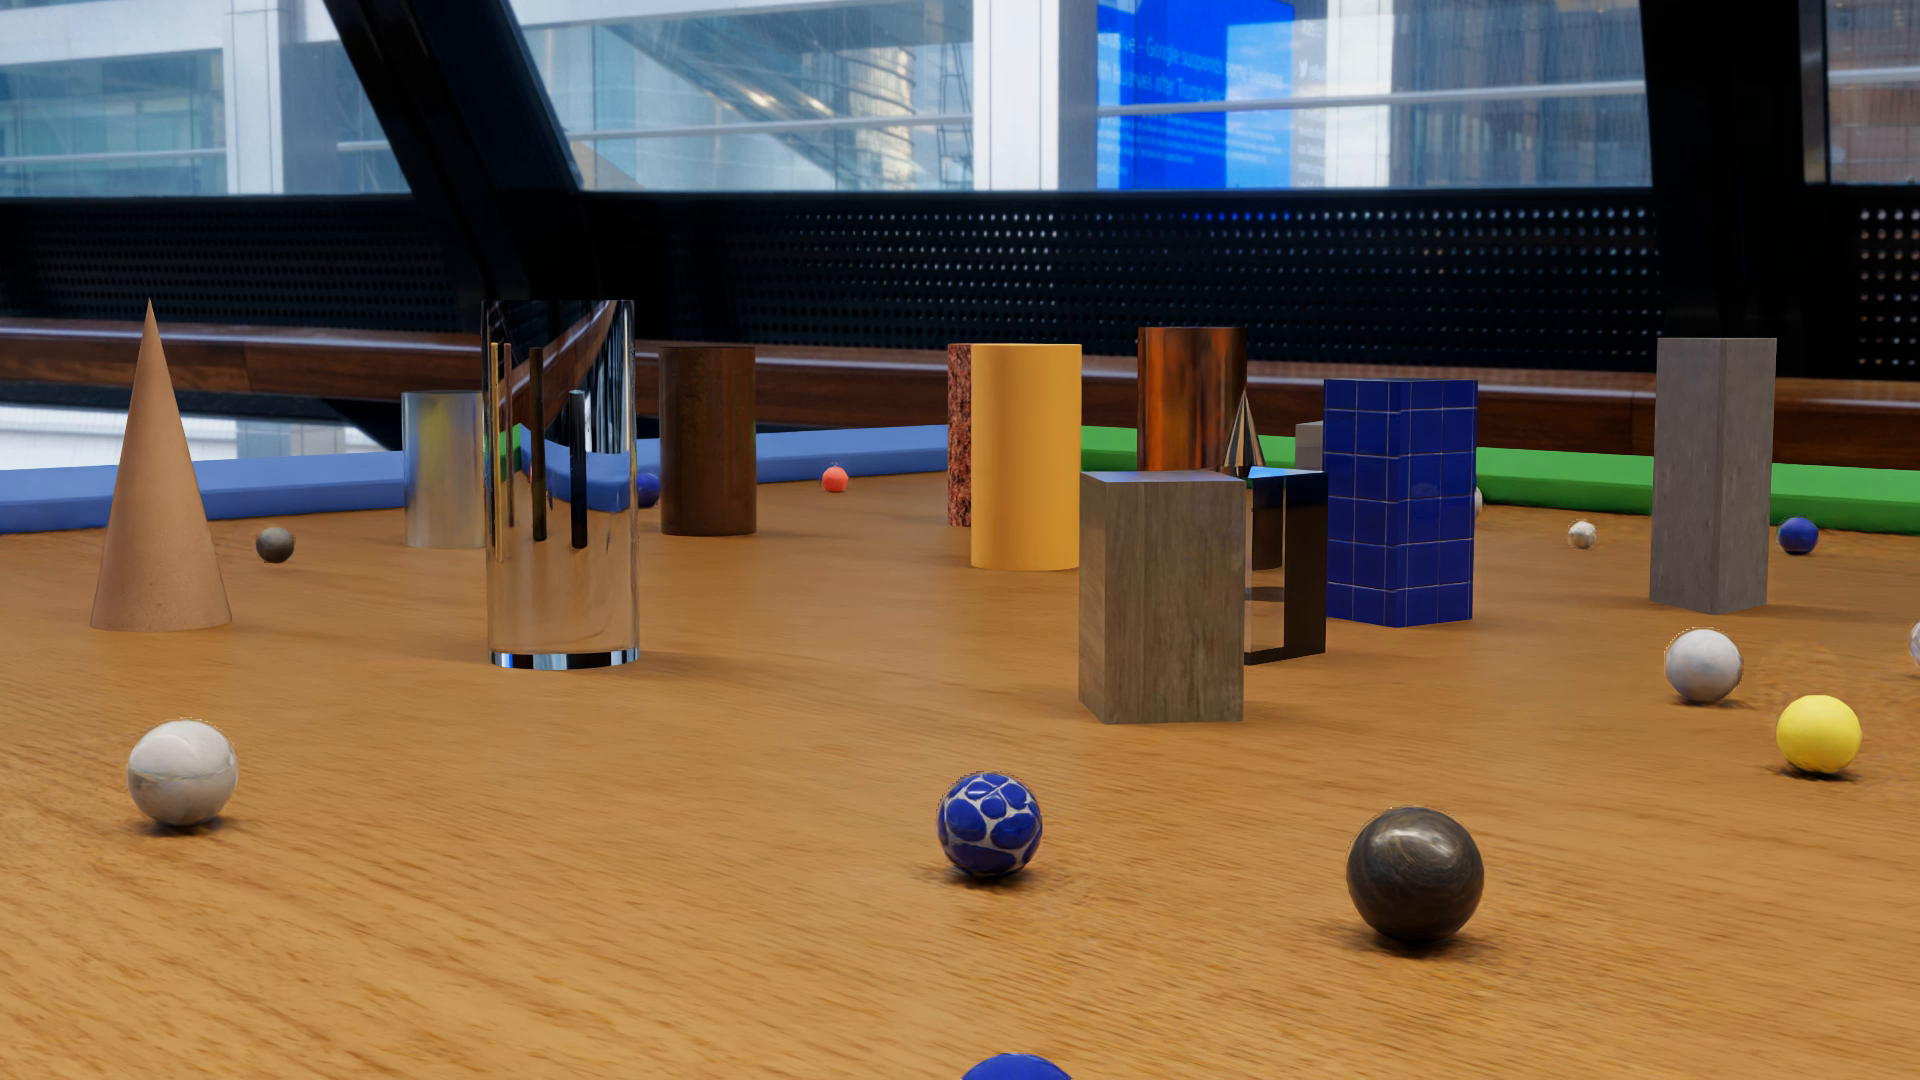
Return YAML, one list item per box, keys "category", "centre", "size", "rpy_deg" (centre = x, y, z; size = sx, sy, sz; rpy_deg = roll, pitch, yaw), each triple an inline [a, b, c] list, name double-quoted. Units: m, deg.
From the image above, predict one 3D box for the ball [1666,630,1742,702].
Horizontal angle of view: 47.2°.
- category: "ball"
  centre: [0.843, 0.143, 2.493]
  size: [0.083, 0.083, 0.083]
  rpy_deg: [0, 6, 0]

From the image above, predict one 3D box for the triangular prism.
- category: "triangular prism"
  centre: [1.106, -0.101, 3.292]
  size: [0.143, 0.400, 0.166]
  rpy_deg: [6, 8, 45]

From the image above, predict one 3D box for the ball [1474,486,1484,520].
- category: "ball"
  centre: [1.033, -0.078, 4.542]
  size: [0.093, 0.093, 0.093]
  rpy_deg: [0, 6, 0]

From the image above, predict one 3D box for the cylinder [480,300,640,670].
- category: "cylinder"
  centre: [-0.506, -0.076, 2.789]
  size: [0.191, 0.455, 0.191]
  rpy_deg: [0, 6, 0]

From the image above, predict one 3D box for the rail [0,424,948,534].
- category: "rail"
  centre: [-1.372, -0.123, 4.811]
  size: [4.141, 0.124, 0.045]
  rpy_deg: [-6, 8, -42]

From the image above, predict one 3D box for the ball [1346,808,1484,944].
- category: "ball"
  centre: [0.320, 0.236, 1.547]
  size: [0.095, 0.095, 0.095]
  rpy_deg: [0, 6, 0]

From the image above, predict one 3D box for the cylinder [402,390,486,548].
- category: "cylinder"
  centre: [-0.957, -0.137, 4.169]
  size: [0.191, 0.288, 0.191]
  rpy_deg: [0, 6, 0]

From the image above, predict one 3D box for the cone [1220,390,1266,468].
- category: "cone"
  centre: [0.448, -0.081, 3.482]
  size: [0.191, 0.320, 0.191]
  rpy_deg: [0, 6, 0]

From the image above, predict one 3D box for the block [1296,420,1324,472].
- category: "block"
  centre: [0.689, -0.084, 3.884]
  size: [0.153, 0.243, 0.153]
  rpy_deg: [3, 7, 27]

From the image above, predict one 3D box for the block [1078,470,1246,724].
- category: "block"
  centre: [0.221, 0.059, 2.432]
  size: [0.153, 0.261, 0.153]
  rpy_deg: [-1, 6, -7]

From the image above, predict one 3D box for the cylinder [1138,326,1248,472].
- category: "cylinder"
  centre: [0.408, -0.168, 3.876]
  size: [0.191, 0.411, 0.191]
  rpy_deg: [0, 6, 0]

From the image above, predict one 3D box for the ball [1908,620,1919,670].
- category: "ball"
  centre: [1.184, 0.127, 2.638]
  size: [0.084, 0.084, 0.084]
  rpy_deg: [0, 6, 0]

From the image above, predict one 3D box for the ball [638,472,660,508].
- category: "ball"
  centre: [-0.706, -0.111, 4.923]
  size: [0.079, 0.079, 0.079]
  rpy_deg: [0, 6, 0]

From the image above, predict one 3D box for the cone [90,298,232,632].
- category: "cone"
  centre: [-1.136, -0.112, 3.106]
  size: [0.191, 0.461, 0.191]
  rpy_deg: [0, 6, 0]

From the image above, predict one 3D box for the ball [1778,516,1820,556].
- category: "ball"
  centre: [1.515, -0.007, 3.973]
  size: [0.070, 0.070, 0.070]
  rpy_deg: [0, 6, 0]

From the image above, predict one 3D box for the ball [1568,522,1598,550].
- category: "ball"
  centre: [1.155, -0.008, 4.078]
  size: [0.051, 0.051, 0.051]
  rpy_deg: [0, 6, 0]

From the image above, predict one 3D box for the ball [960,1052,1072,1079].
- category: "ball"
  centre: [0.028, 0.294, 1.097]
  size: [0.074, 0.074, 0.074]
  rpy_deg: [0, 6, 0]

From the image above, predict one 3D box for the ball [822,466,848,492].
- category: "ball"
  centre: [-0.303, -0.146, 5.320]
  size: [0.064, 0.064, 0.064]
  rpy_deg: [0, 6, 0]

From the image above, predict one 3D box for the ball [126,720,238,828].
- category: "ball"
  centre: [-0.670, 0.201, 1.894]
  size: [0.092, 0.092, 0.092]
  rpy_deg: [0, 6, 0]

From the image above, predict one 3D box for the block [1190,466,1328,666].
- category: "block"
  centre: [0.366, 0.029, 2.844]
  size: [0.153, 0.235, 0.153]
  rpy_deg: [-6, 8, -43]

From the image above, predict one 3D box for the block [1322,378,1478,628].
- category: "block"
  centre: [0.630, -0.059, 3.162]
  size: [0.153, 0.343, 0.153]
  rpy_deg: [-4, 7, -34]

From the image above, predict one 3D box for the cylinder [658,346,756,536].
- category: "cylinder"
  centre: [-0.502, -0.199, 4.379]
  size: [0.191, 0.368, 0.191]
  rpy_deg: [0, 6, 0]

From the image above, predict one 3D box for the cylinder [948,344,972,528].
- category: "cylinder"
  centre: [0.070, -0.219, 4.550]
  size: [0.191, 0.371, 0.191]
  rpy_deg: [0, 6, 0]

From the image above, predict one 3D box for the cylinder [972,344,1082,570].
- category: "cylinder"
  centre: [0.115, -0.147, 3.816]
  size: [0.191, 0.382, 0.191]
  rpy_deg: [0, 6, 0]

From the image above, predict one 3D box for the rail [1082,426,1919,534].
- category: "rail"
  centre: [1.504, -0.113, 4.713]
  size: [0.045, 0.124, 4.093]
  rpy_deg: [-6, 8, -42]

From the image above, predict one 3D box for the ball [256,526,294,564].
- category: "ball"
  centre: [-1.199, 0.009, 3.851]
  size: [0.064, 0.064, 0.064]
  rpy_deg: [0, 6, 0]

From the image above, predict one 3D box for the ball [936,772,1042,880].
- category: "ball"
  centre: [0.023, 0.224, 1.720]
  size: [0.083, 0.083, 0.083]
  rpy_deg: [0, 6, 0]

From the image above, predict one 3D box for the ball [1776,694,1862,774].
- category: "ball"
  centre: [0.823, 0.186, 2.107]
  size: [0.076, 0.076, 0.076]
  rpy_deg: [0, 6, 0]
